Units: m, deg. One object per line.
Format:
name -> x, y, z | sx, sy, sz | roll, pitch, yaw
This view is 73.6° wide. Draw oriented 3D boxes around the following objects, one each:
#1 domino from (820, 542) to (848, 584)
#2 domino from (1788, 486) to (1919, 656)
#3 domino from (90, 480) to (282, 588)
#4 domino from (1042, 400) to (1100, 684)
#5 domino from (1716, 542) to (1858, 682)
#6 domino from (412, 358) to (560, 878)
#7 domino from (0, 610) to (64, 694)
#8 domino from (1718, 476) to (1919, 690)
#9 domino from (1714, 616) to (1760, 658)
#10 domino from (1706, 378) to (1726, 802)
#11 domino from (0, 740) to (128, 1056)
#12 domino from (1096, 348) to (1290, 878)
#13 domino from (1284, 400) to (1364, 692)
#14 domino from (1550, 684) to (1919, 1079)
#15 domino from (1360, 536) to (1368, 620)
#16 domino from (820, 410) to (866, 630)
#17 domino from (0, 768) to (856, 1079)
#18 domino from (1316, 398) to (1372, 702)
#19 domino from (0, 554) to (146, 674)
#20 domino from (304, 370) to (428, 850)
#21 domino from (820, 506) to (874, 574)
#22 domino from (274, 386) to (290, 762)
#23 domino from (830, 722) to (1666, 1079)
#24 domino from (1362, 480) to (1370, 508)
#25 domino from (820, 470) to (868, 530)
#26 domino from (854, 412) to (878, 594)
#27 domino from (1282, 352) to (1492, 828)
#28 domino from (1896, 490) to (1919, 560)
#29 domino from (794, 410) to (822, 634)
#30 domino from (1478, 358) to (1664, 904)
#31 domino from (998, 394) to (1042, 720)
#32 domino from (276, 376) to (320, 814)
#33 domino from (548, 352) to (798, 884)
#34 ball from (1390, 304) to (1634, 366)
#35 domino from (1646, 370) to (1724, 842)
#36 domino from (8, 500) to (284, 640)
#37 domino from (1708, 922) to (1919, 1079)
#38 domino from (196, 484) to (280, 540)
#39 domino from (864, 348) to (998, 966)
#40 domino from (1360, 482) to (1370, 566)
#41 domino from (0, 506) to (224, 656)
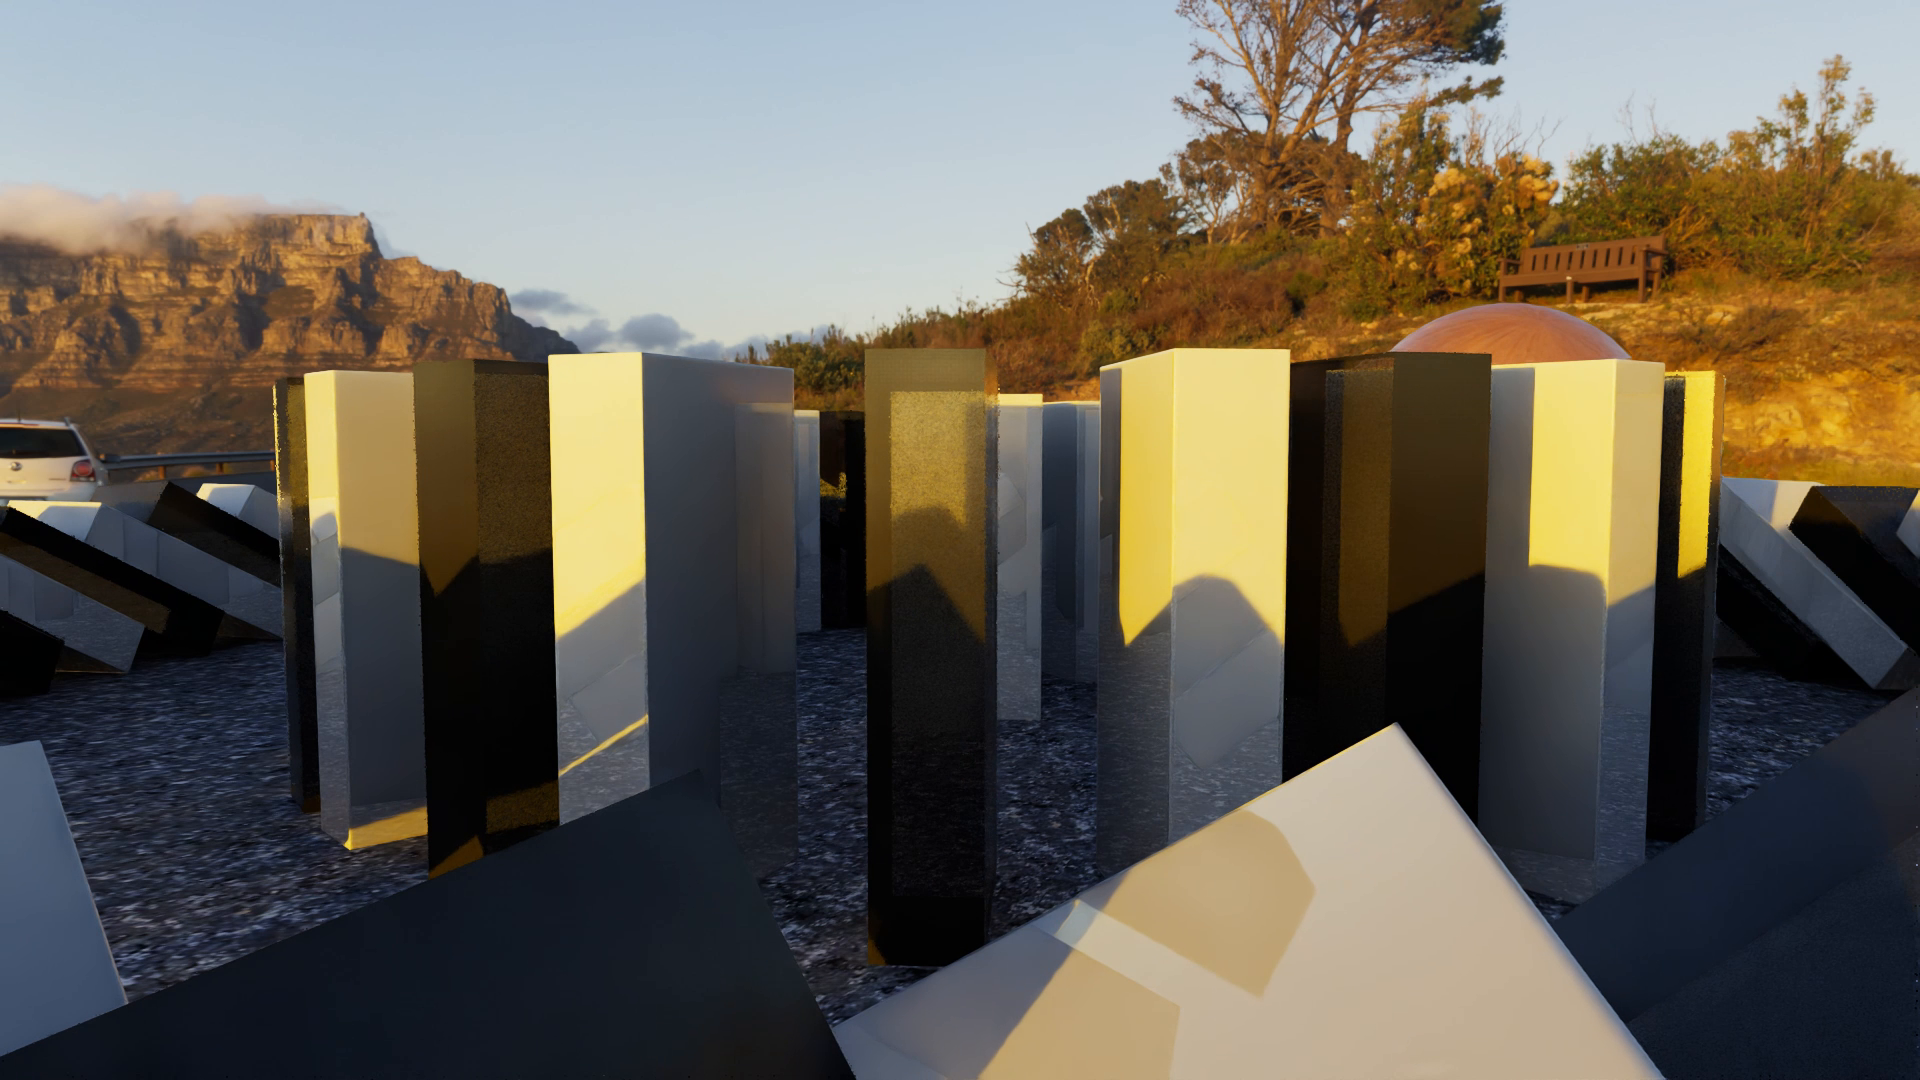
domino -> -0.061, -0.003, 0.388 | 0.050, 0.010, 0.025 | 31, -9, -23
domino -> 0.167, 0.009, 0.215 | 0.025, 0.010, 0.050 | 1, 36, -6
domino -> -0.161, 0.004, 0.282 | 0.025, 0.010, 0.050 | -1, -28, 28
domino -> 0.020, 0.000, 0.239 | 0.009, 0.050, 0.025 | -2, 5, -24
domino -> 0.155, 0.006, 0.250 | 0.025, 0.010, 0.050 | -1, 37, -18
domino -> -0.040, 0.008, 0.128 | 0.009, 0.050, 0.025 | 3, 5, 35
domino -> -0.169, 0.012, 0.198 | 0.025, 0.010, 0.050 | 0, -24, 2
domino -> 0.162, 0.007, 0.235 | 0.025, 0.010, 0.050 | 2, 36, -13
domino -> 0.146, 0.004, 0.269 | 0.025, 0.009, 0.050 | 1, 36, -25
domino -> 0.079, 0.006, 0.159 | 0.025, 0.050, 0.009 | 2, 5, 26
domino -> -0.049, 0.023, 0.037 | 0.050, 0.010, 0.025 | -33, -13, 28
domino -> 0.020, 0.009, 0.116 | 0.010, 0.050, 0.025 | -1, 4, -7
domino -> 0.064, 0.000, 0.231 | 0.009, 0.050, 0.025 | 3, 5, 35
domino -> 0.015, 0.022, 0.030 | 0.050, 0.010, 0.025 | -36, 1, 6
domino -> 0.088, 0.000, 0.315 | 0.050, 0.010, 0.025 | 43, 24, 22
domino -> -0.030, -0.005, 0.306 | 0.010, 0.050, 0.025 | -3, 5, -32
domino -> -0.029, 0.023, 0.031 | 0.050, 0.009, 0.025 | -32, -8, 21
domino -> 0.074, 0.001, 0.220 | 0.025, 0.050, 0.009 | -3, 5, -31
domino -> -0.170, 0.010, 0.220 | 0.025, 0.009, 0.050 | 1, -24, 9
domino -> -0.058, 0.007, 0.145 | 0.025, 0.050, 0.010 | -4, 6, -42
domino -> -0.042, -0.004, 0.399 | 0.050, 0.010, 0.025 | 30, -4, -16
domino -> -0.080, 0.004, 0.178 | 0.025, 0.050, 0.010 | -2, 5, -20
domino -> -0.008, 0.023, 0.030 | 0.050, 0.010, 0.025 | -32, -2, 11
domino -> 0.119, 0.002, 0.298 | 0.025, 0.010, 0.050 | -4, 42, -41
domino -> -0.023, -0.005, 0.407 | 0.050, 0.010, 0.025 | 31, 1, -6
domino -> -0.015, -0.006, 0.315 | 0.009, 0.050, 0.025 | -10, 7, -20
domino -> 0.036, 0.009, 0.119 | 0.009, 0.050, 0.025 | -1, 4, -17
domino -> 0.171, 0.010, 0.196 | 0.025, 0.009, 0.050 | 2, 36, 2
domino -> -0.043, -0.005, 0.297 | 0.010, 0.050, 0.025 | -3, 5, -37
domino -> 0.054, 0.008, 0.128 | 0.010, 0.050, 0.025 | -3, 5, -37
domino -> 0.000, 0.002, 0.201 | 0.025, 0.050, 0.009 | 0, 4, 0
domino -> -0.068, 0.006, 0.157 | 0.025, 0.050, 0.010 | -3, 5, -35
domino -> -0.026, 0.009, 0.120 | 0.010, 0.050, 0.025 | 2, 5, 22
ball -> 0.146, -0.024, 0.348 | 0.080, 0.080, 0.080 | 0, 4, 0
domino -> 0.071, 0.007, 0.145 | 0.025, 0.050, 0.009 | 3, 5, 36
domino -> -0.165, 0.007, 0.263 | 0.025, 0.010, 0.050 | 2, -23, 20
domino -> 0.032, 0.021, 0.032 | 0.050, 0.010, 0.025 | -37, 6, 0
domino -> -0.151, 0.003, 0.302 | 0.025, 0.009, 0.050 | 3, -25, 36
domino -> -0.002, 0.009, 0.115 | 0.009, 0.050, 0.025 | 0, 4, 4
domino -> 0.103, 0.000, 0.308 | 0.050, 0.009, 0.025 | 45, 26, 25
domino -> -0.168, 0.009, 0.241 | 0.025, 0.010, 0.050 | 1, -24, 15
